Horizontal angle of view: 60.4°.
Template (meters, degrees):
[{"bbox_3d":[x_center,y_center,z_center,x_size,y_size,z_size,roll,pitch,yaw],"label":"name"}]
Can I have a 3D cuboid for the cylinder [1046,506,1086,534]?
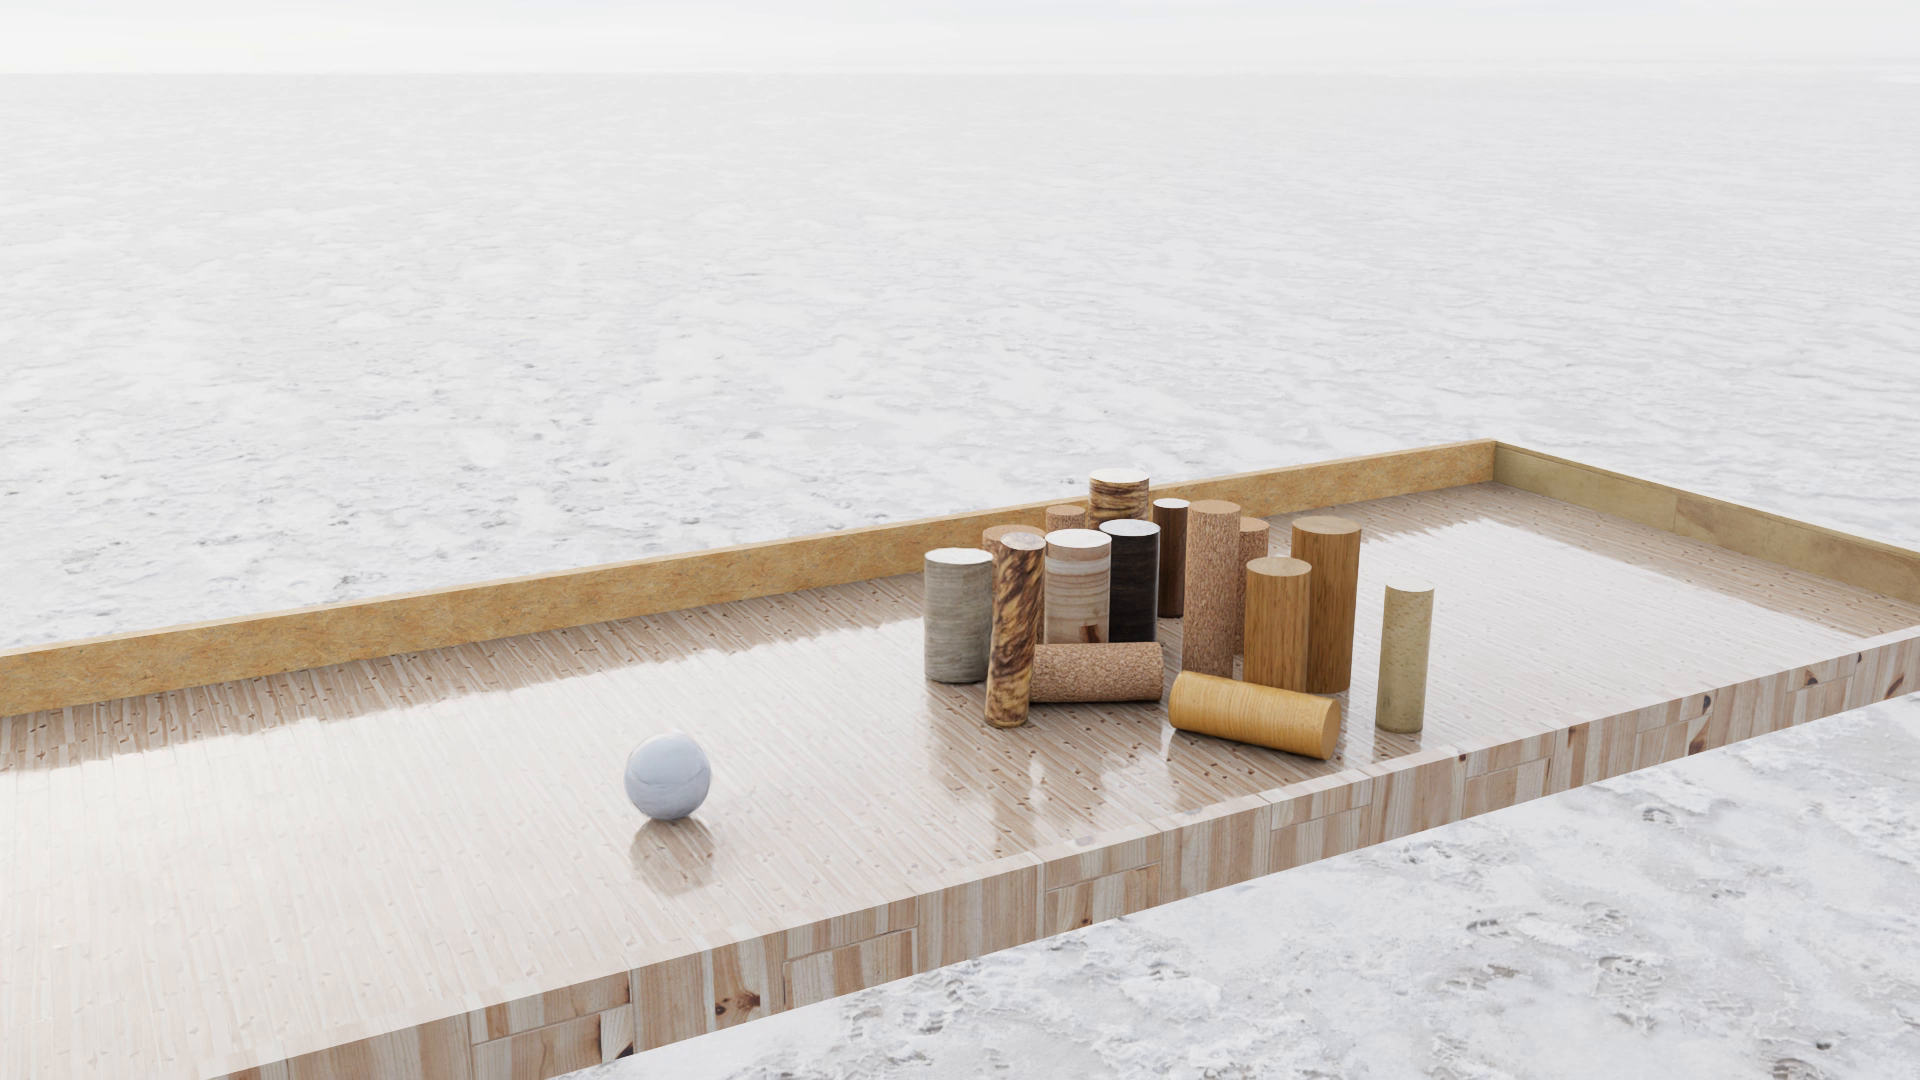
[{"bbox_3d":[0.292,0.064,4.594,0.108,0.306,0.108,0,16,0],"label":"cylinder"}]

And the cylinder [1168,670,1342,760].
[{"bbox_3d":[0.670,0.397,3.762,0.363,0.137,0.137,9,19,29],"label":"cylinder"}]

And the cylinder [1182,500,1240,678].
[{"bbox_3d":[0.618,0.139,4.069,0.127,0.458,0.127,0,16,0],"label":"cylinder"}]

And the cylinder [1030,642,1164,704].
[{"bbox_3d":[0.308,0.322,4.007,0.353,0.142,0.142,-1,16,-3],"label":"cylinder"}]

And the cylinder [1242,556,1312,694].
[{"bbox_3d":[0.738,0.242,3.852,0.148,0.380,0.148,-1,17,0],"label":"cylinder"}]

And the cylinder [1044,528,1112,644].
[{"bbox_3d":[0.291,0.171,4.121,0.164,0.367,0.164,0,16,0],"label":"cylinder"}]

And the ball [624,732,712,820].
[{"bbox_3d":[-0.600,0.485,3.387,0.180,0.180,0.180,0,16,0],"label":"ball"}]

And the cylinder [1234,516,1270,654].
[{"bbox_3d":[0.735,0.120,4.349,0.142,0.337,0.142,0,16,0],"label":"cylinder"}]

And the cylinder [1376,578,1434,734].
[{"bbox_3d":[1.031,0.268,3.826,0.109,0.347,0.109,0,16,0],"label":"cylinder"}]

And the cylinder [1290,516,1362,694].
[{"bbox_3d":[0.896,0.160,4.084,0.165,0.410,0.165,0,16,0],"label":"cylinder"}]

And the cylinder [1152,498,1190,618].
[{"bbox_3d":[0.587,0.051,4.613,0.103,0.320,0.103,0,16,0],"label":"cylinder"}]

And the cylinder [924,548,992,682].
[{"bbox_3d":[-0.004,0.188,4.157,0.171,0.305,0.171,0,13,0],"label":"cylinder"}]

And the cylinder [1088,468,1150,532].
[{"bbox_3d":[0.463,-0.027,4.849,0.175,0.337,0.175,0,16,0],"label":"cylinder"}]

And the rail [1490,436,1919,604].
[{"bbox_3d":[2.466,-0.048,5.253,0.050,0.150,2.100,-9,18,-27],"label":"rail"}]

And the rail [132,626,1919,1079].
[{"bbox_3d":[-2.336,1.006,1.665,12.000,0.150,0.050,-9,18,-27],"label":"rail"}]

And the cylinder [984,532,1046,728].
[{"bbox_3d":[0.125,0.211,3.810,0.103,0.456,0.103,4,23,-2],"label":"cylinder"}]

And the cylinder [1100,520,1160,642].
[{"bbox_3d":[0.447,0.120,4.383,0.160,0.318,0.160,0,16,0],"label":"cylinder"}]

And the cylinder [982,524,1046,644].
[{"bbox_3d":[0.142,0.128,4.377,0.166,0.305,0.166,0,17,0],"label":"cylinder"}]

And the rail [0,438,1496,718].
[{"bbox_3d":[-3.305,0.497,3.399,12.000,0.150,0.050,-9,18,-27],"label":"rail"}]
